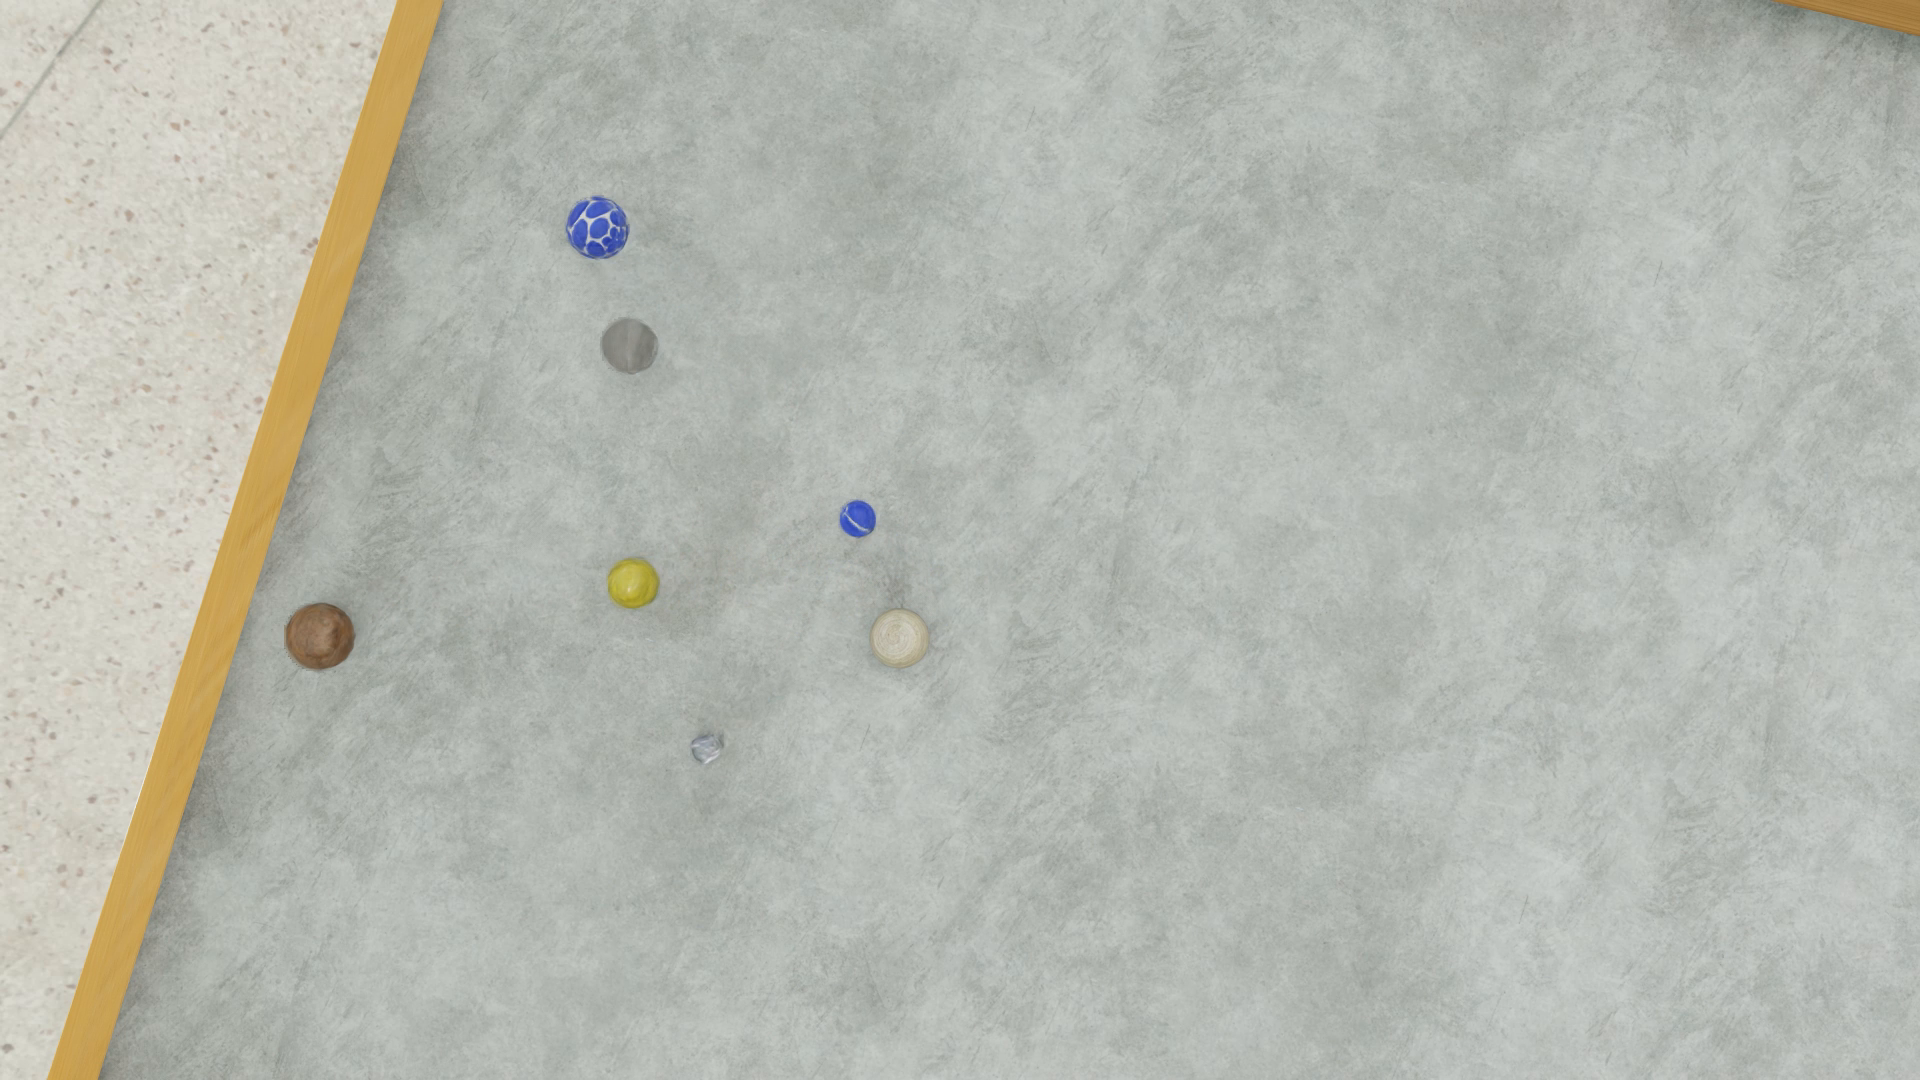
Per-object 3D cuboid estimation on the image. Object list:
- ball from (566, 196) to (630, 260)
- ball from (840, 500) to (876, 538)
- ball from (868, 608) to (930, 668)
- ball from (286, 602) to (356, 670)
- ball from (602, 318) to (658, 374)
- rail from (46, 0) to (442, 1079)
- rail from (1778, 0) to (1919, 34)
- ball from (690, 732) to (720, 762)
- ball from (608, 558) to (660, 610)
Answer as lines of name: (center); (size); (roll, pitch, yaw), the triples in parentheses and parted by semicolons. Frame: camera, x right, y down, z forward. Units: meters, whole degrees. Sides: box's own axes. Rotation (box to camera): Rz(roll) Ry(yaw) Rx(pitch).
ball: (-0.553, -0.476, 3.359); (0.095, 0.095, 0.095); (0, 80, 0)
ball: (-0.153, -0.031, 3.299); (0.056, 0.056, 0.056); (0, 80, 0)
ball: (-0.089, 0.145, 3.250); (0.090, 0.090, 0.090); (0, 80, 0)
ball: (-0.944, 0.142, 3.246); (0.099, 0.099, 0.099); (0, 80, 0)
ball: (-0.499, -0.294, 3.331); (0.086, 0.086, 0.086); (0, 80, 0)
rail: (-0.977, -0.255, 3.301); (0.045, 0.129, 2.362); (14, 80, 3)
rail: (1.291, -0.851, 3.409); (4.134, 0.129, 0.045); (14, 80, 3)
ball: (-0.375, 0.307, 3.244); (0.044, 0.044, 0.044); (0, 80, 0)
ball: (-0.485, 0.064, 3.271); (0.077, 0.077, 0.077); (0, 80, 0)
